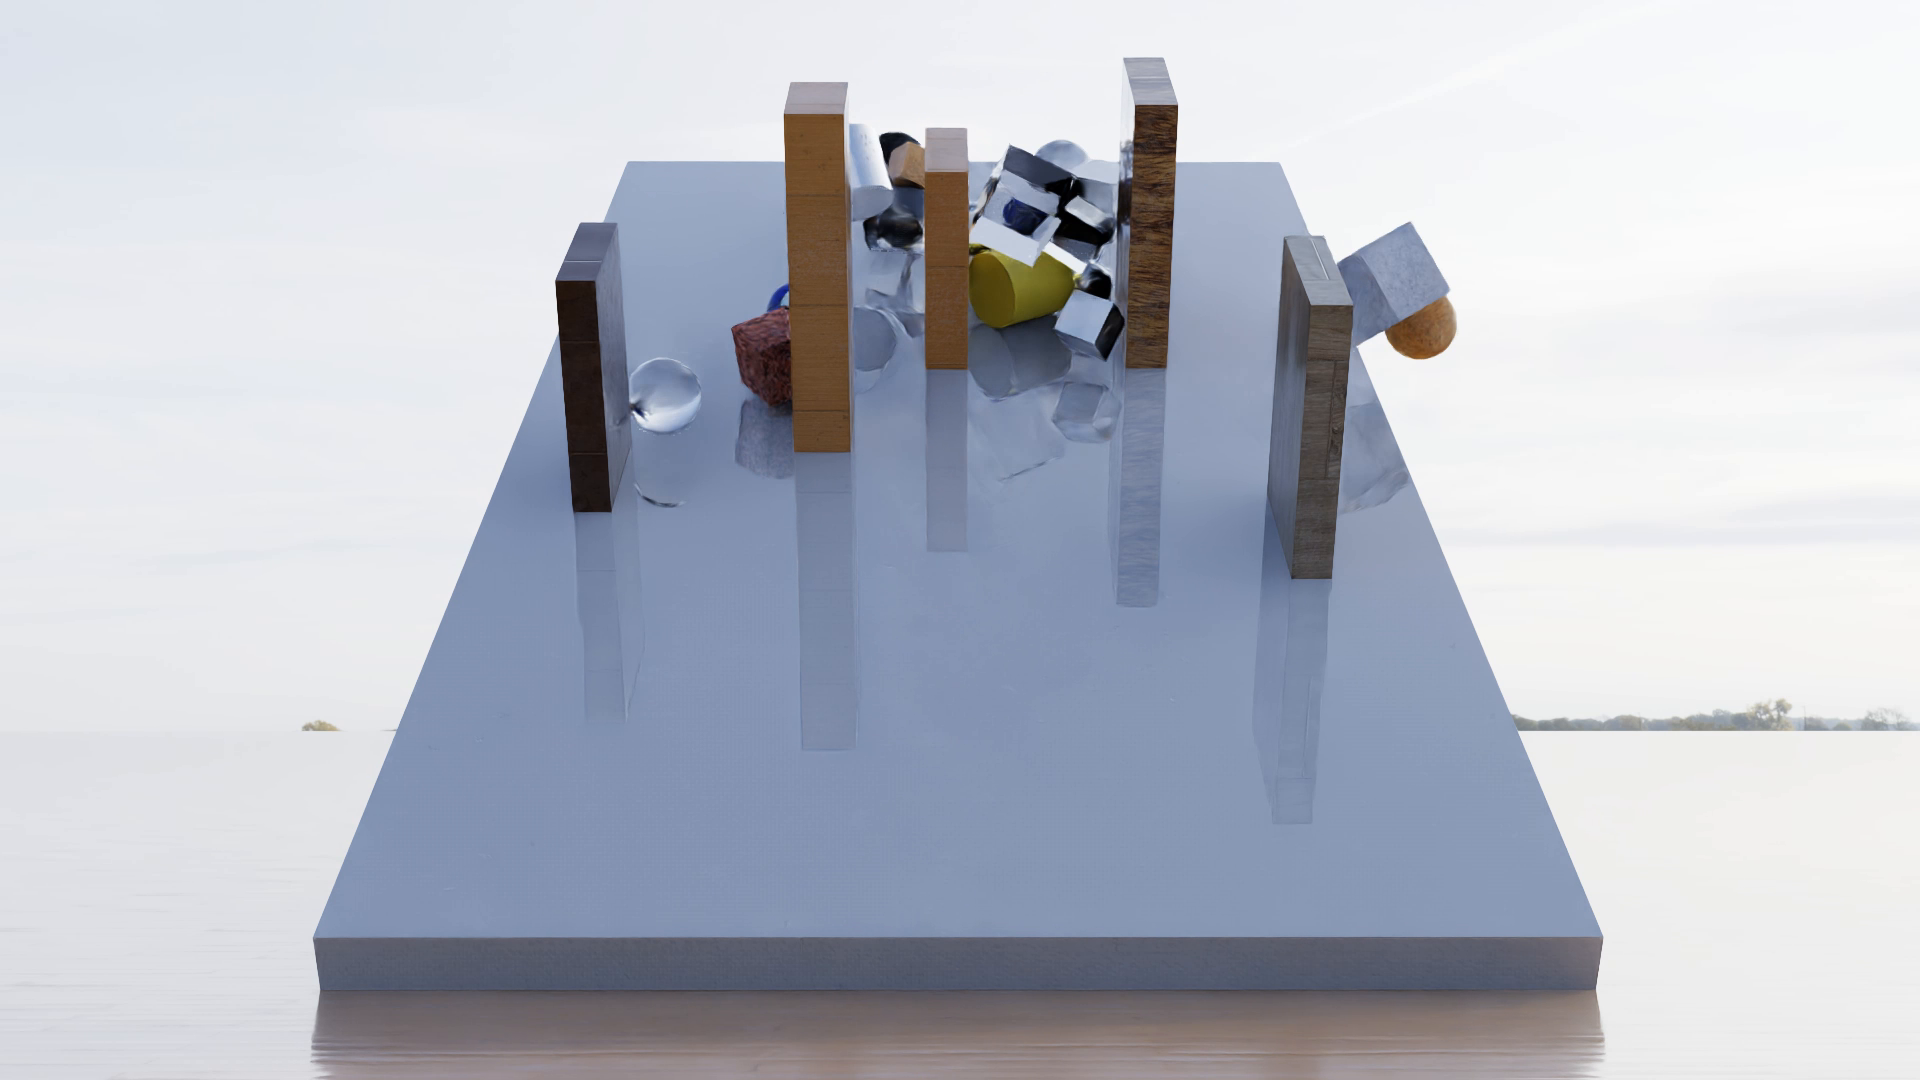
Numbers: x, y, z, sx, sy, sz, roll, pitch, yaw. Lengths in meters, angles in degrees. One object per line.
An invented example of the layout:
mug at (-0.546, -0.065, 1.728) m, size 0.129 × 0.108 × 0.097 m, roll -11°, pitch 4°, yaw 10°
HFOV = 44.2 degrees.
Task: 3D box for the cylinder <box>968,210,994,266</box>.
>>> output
cylinder at (0.013, -0.790, 6.298) m, size 0.173 × 0.173 × 0.173 m, roll -6°, pitch -3°, yaw -12°

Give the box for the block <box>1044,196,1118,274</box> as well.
block at (0.300, -0.765, 5.930) m, size 0.124 × 0.124 × 0.124 m, roll 33°, pitch 29°, yaw 8°

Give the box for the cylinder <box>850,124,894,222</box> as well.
cylinder at (-0.289, -0.978, 6.297) m, size 0.189 × 0.189 × 0.189 m, roll -14°, pitch -19°, yaw -5°

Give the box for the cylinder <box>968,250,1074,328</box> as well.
cylinder at (0.153, -0.654, 6.001) m, size 0.194 × 0.194 × 0.194 m, roll -19°, pitch 7°, yaw -34°

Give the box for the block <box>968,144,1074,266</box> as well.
block at (0.152, -0.831, 5.870) m, size 0.179 × 0.179 × 0.179 m, roll 24°, pitch -41°, yaw -10°

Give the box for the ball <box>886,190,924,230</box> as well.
ball at (-0.141, -0.947, 6.648) m, size 0.144 × 0.144 × 0.144 m, roll 0°, pitch -4°, yaw 0°

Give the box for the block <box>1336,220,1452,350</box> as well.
block at (1.001, -0.606, 5.624) m, size 0.194 × 0.194 × 0.194 m, roll -30°, pitch 0°, yaw -32°

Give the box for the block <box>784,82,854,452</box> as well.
block at (-0.308, -0.601, 5.235) m, size 0.127 × 0.777 × 0.251 m, roll 0°, pitch 26°, yaw 0°

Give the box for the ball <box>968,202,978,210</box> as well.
ball at (0.043, -0.876, 6.532) m, size 0.120 × 0.120 × 0.120 m, roll 0°, pitch -4°, yaw 0°

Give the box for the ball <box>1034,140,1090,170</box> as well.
ball at (0.294, -1.070, 6.852) m, size 0.184 × 0.184 × 0.184 m, roll 0°, pitch -4°, yaw 0°

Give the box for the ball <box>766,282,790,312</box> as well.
ball at (-0.410, -0.574, 5.893) m, size 0.143 × 0.143 × 0.143 m, roll 0°, pitch -4°, yaw 0°

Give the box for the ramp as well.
ramp at (-0.010, -0.228, 5.472) m, size 2.000 × 0.100 × 4.000 m, roll 0°, pitch 26°, yaw 0°

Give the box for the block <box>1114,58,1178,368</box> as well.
block at (0.453, -0.805, 5.787) m, size 0.101 × 0.655 × 0.422 m, roll 0°, pitch 26°, yaw 0°

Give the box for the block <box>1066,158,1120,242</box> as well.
block at (0.404, -0.954, 6.635) m, size 0.170 × 0.170 × 0.170 m, roll 18°, pitch 31°, yaw 32°

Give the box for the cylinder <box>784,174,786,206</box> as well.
cylinder at (-0.436, -0.986, 6.743) m, size 0.120 × 0.120 × 0.120 m, roll -2°, pitch -5°, yaw 3°

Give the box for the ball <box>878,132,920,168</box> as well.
ball at (-0.190, -1.094, 6.869) m, size 0.187 × 0.187 × 0.187 m, roll 0°, pitch -4°, yaw 0°

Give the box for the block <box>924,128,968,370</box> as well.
block at (-0.033, -0.717, 5.785) m, size 0.103 × 0.497 × 0.361 m, roll 0°, pitch 26°, yaw 0°

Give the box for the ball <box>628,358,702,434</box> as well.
ball at (-0.671, -0.327, 5.346) m, size 0.172 × 0.172 × 0.172 m, roll 0°, pitch -4°, yaw 0°

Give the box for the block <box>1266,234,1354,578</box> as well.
block at (0.706, -0.274, 4.797) m, size 0.081 × 0.585 × 0.405 m, roll 0°, pitch 26°, yaw 0°

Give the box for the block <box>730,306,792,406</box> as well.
block at (-0.423, -0.432, 5.529) m, size 0.150 × 0.150 × 0.150 m, roll -24°, pitch 37°, yaw -22°

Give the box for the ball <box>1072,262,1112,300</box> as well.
ball at (0.327, -0.654, 6.076) m, size 0.128 × 0.128 × 0.128 m, roll 0°, pitch -4°, yaw 0°

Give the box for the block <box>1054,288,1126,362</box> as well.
block at (0.313, -0.518, 5.685) m, size 0.112 × 0.112 × 0.112 m, roll 23°, pitch -9°, yaw 24°

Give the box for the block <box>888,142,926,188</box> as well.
block at (-0.130, -1.015, 6.493) m, size 0.105 × 0.105 × 0.105 m, roll 21°, pitch -16°, yaw -26°

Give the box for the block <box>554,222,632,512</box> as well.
block at (-0.781, -0.373, 5.062) m, size 0.082 × 0.520 × 0.365 m, roll 0°, pitch 26°, yaw 0°

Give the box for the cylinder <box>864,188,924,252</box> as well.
cylinder at (-0.150, -0.877, 6.469) m, size 0.176 × 0.176 × 0.176 m, roll 3°, pitch -3°, yaw 20°

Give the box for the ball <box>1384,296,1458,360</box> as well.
ball at (1.151, -0.542, 5.903) m, size 0.182 × 0.182 × 0.182 m, roll 0°, pitch -4°, yaw 0°
